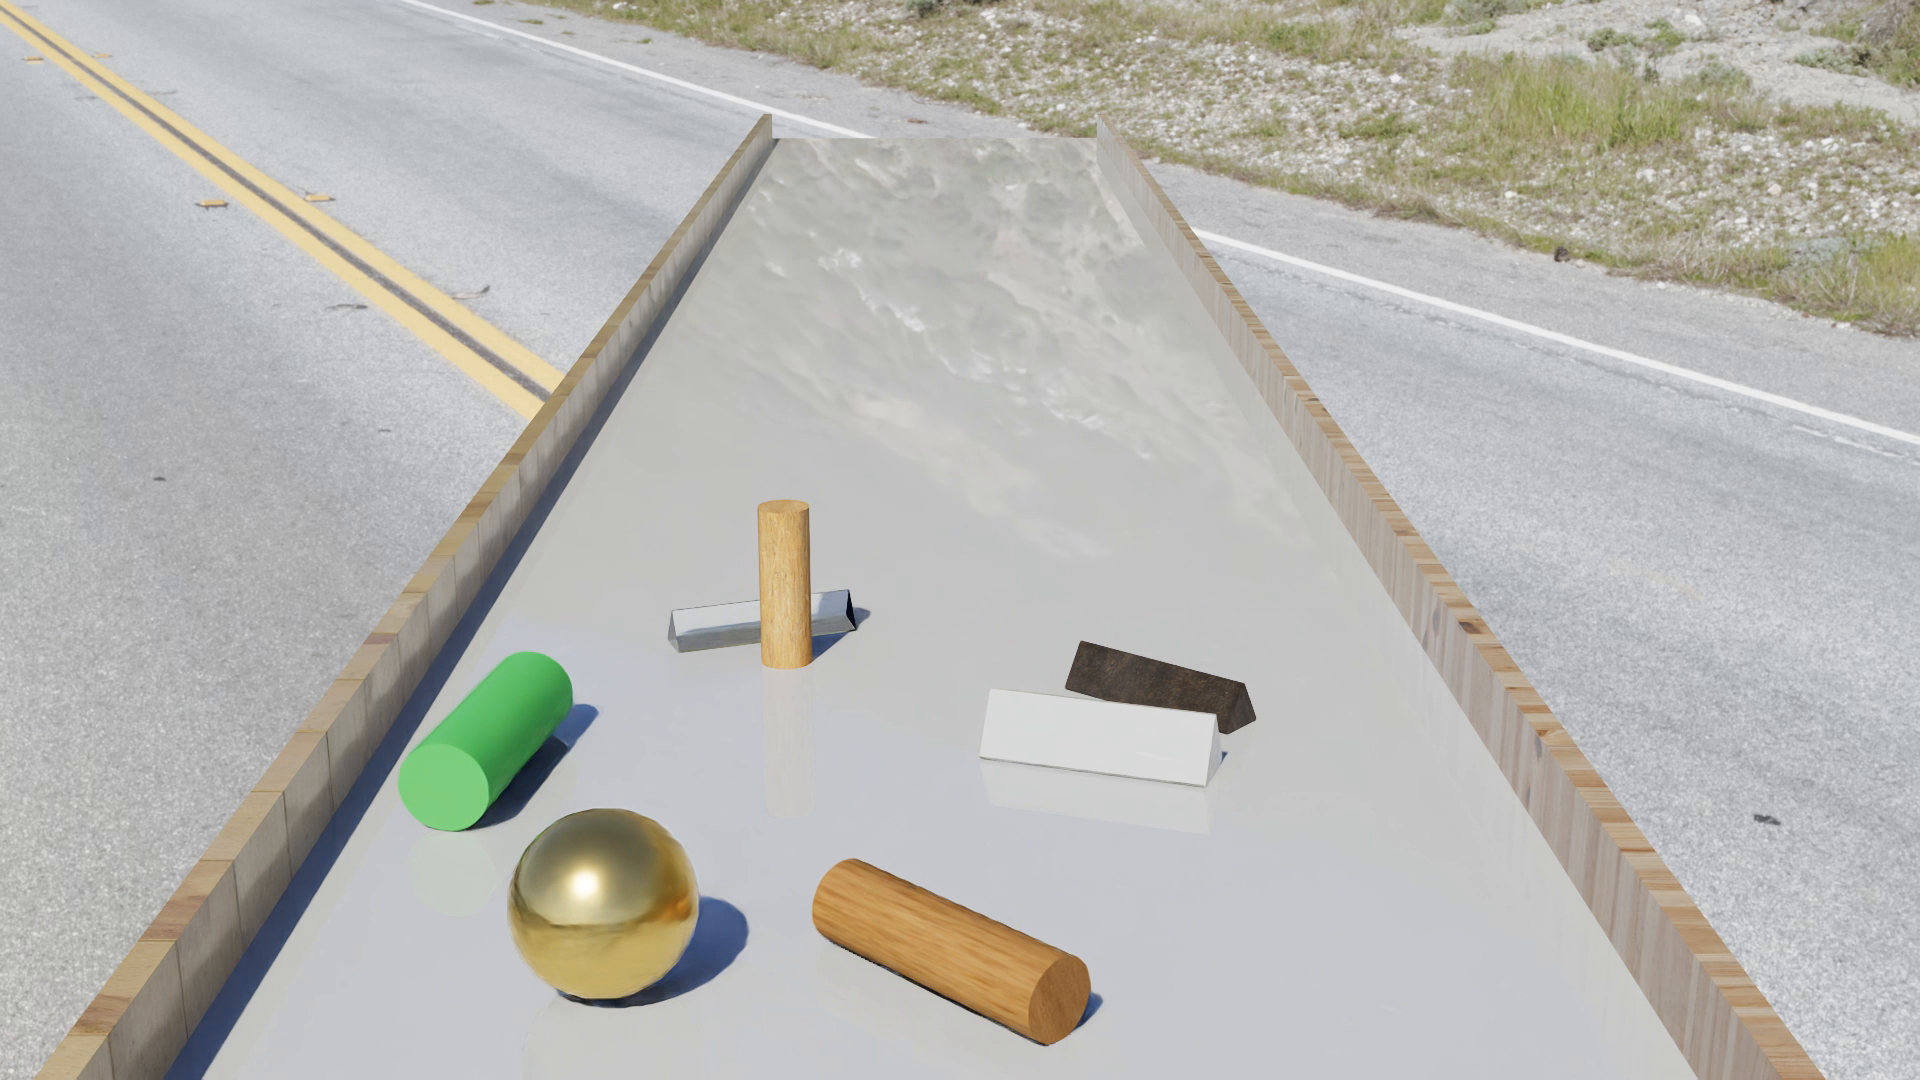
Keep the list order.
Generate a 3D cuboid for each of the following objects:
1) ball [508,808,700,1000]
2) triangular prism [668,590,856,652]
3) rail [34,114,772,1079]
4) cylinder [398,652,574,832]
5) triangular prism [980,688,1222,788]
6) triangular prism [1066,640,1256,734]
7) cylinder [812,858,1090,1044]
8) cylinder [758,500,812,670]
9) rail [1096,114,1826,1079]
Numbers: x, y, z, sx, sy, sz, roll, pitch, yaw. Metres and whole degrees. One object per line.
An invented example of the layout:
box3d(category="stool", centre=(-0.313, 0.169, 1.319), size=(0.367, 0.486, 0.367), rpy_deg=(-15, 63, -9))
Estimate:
box3d(category="ball", centre=(-0.496, 0.505, 3.063), size=(0.265, 0.265, 0.265), rpy_deg=(0, 17, 0))
box3d(category="triangular prism", centre=(-0.409, 0.160, 4.548), size=(0.380, 0.077, 0.088), rpy_deg=(-6, 18, -21))
box3d(category="rail", centre=(-1.118, -0.838, 7.780), size=(0.050, 0.150, 12.000), rpy_deg=(0, 17, -1))
box3d(category="cylinder", centre=(-0.813, 0.341, 3.810), size=(0.154, 0.154, 0.454), rpy_deg=(2, 17, 7))
box3d(category="triangular prism", centre=(0.249, 0.336, 3.892), size=(0.411, 0.111, 0.128), rpy_deg=(6, 18, 18))
box3d(category="triangular prism", centre=(0.378, 0.270, 4.163), size=(0.373, 0.085, 0.098), rpy_deg=(13, 21, 38))
box3d(category="cylinder", centre=(-0.019, 0.572, 3.090), size=(0.123, 0.123, 0.433), rpy_deg=(-16, 23, -42))
box3d(category="cylinder", centre=(-0.347, 0.088, 4.366), size=(0.102, 0.322, 0.102), rpy_deg=(0, 17, 0))
box3d(category="rail", centre=(0.932, -0.844, 7.801), size=(0.050, 0.150, 12.000), rpy_deg=(0, 17, -1))
